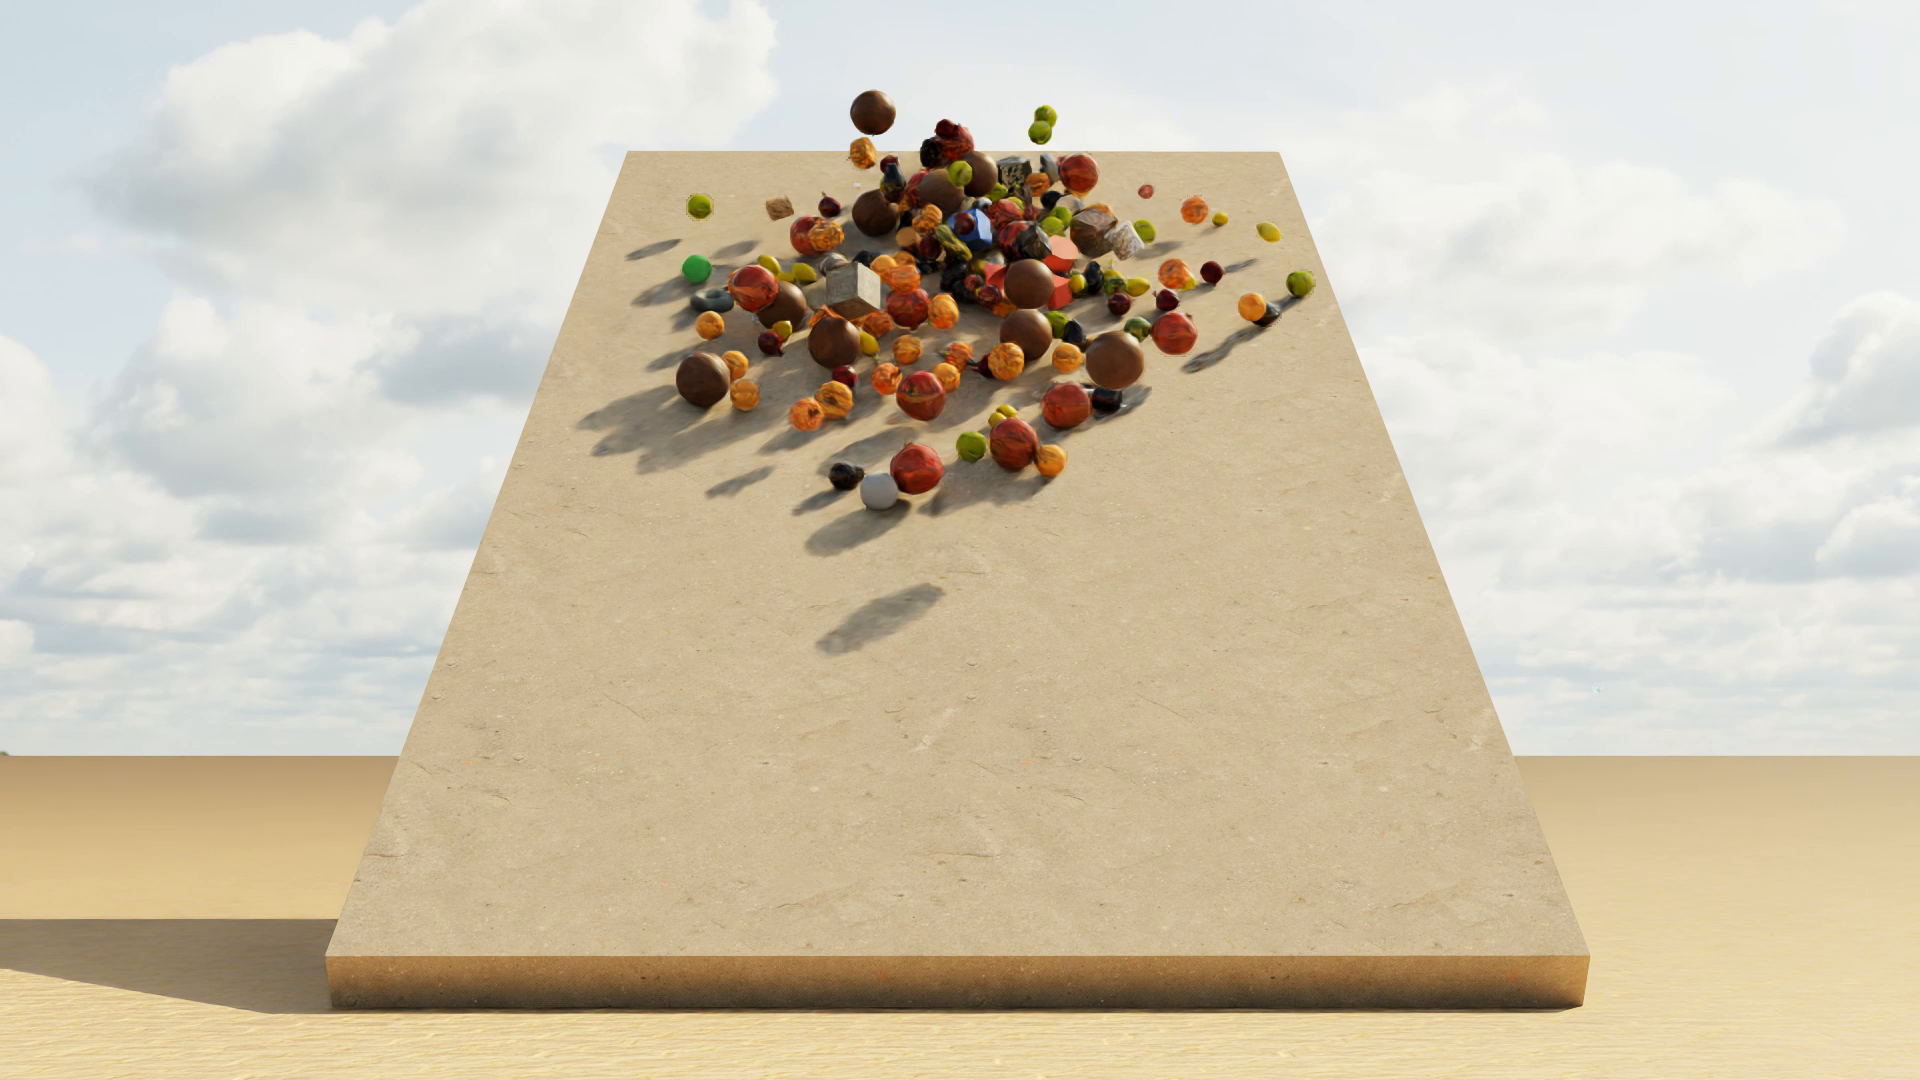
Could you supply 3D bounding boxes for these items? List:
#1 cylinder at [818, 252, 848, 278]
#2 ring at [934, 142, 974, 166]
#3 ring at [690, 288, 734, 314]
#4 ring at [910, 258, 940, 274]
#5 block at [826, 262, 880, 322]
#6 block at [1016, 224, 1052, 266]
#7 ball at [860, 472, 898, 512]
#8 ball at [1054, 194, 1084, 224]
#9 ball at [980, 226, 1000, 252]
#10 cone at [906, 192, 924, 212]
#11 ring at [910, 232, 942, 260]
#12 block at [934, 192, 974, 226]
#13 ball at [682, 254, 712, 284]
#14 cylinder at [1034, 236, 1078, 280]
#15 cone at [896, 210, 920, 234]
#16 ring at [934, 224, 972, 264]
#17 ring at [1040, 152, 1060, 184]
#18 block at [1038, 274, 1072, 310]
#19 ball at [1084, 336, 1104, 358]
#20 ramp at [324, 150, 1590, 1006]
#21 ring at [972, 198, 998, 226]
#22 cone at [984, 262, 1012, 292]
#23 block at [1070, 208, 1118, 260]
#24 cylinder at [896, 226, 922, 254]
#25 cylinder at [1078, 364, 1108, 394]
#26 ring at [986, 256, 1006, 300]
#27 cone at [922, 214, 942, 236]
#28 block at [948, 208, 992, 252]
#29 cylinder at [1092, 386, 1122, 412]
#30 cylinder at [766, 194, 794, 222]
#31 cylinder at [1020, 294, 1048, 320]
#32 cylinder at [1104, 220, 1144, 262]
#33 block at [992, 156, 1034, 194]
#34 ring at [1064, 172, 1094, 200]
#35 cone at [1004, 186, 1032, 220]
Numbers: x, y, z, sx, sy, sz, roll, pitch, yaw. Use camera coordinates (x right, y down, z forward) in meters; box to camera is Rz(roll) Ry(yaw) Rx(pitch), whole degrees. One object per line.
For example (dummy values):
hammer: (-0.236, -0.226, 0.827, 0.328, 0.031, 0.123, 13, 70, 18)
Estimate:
cylinder: (-0.322, -0.704, 6.193, 0.070, 0.070, 0.070, 3, 29, -34)
ring: (-0.020, -1.165, 7.178, 0.126, 0.042, 0.126, 14, 29, -8)
ring: (-0.641, -0.618, 6.157, 0.115, 0.038, 0.115, 2, 27, -1)
ring: (-0.093, -0.737, 6.399, 0.083, 0.028, 0.083, 0, 24, 0)
block: (-0.258, -0.599, 5.732, 0.094, 0.094, 0.094, -15, -25, 30)
block: (0.189, -0.753, 6.067, 0.063, 0.063, 0.063, -33, -50, 21)
ball: (-0.175, -0.105, 5.125, 0.085, 0.085, 0.085, 0, -5, 0)
ball: (0.306, -0.925, 6.669, 0.083, 0.083, 0.083, 0, -5, 0)
ball: (0.069, -0.824, 6.492, 0.077, 0.077, 0.077, 0, -5, 0)
cone: (-0.119, -0.971, 6.846, 0.055, 0.055, 0.055, -2, 2, 19)
ring: (-0.101, -0.790, 6.427, 0.106, 0.035, 0.106, 15, -27, 8)
block: (-0.017, -0.921, 6.691, 0.084, 0.084, 0.084, 14, 30, 25)
ball: (-0.697, -0.719, 6.306, 0.077, 0.077, 0.077, 0, -5, 0)
cylinder: (0.254, -0.740, 6.302, 0.093, 0.093, 0.093, 2, -42, -24)
cone: (-0.158, -0.876, 6.662, 0.067, 0.067, 0.067, 32, -24, 16)
ring: (-0.018, -0.785, 6.314, 0.043, 0.128, 0.128, -40, -15, 11)
ring: (0.261, -1.073, 6.863, 0.031, 0.094, 0.094, -25, -3, -5)
block: (0.246, -0.645, 6.186, 0.062, 0.062, 0.062, 22, 35, 36)
ball: (0.331, -0.476, 5.877, 0.051, 0.051, 0.051, 0, -5, 0)
ramp: (-0.011, -0.224, 5.555, 2.000, 0.100, 4.000, 0, 28, 0)
ring: (0.069, -0.921, 6.698, 0.086, 0.086, 0.029, 4, -7, -35)
cone: (0.080, -0.689, 6.090, 0.077, 0.077, 0.077, 6, 36, -49)
block: (0.360, -0.826, 6.408, 0.091, 0.091, 0.091, 28, 41, 31)
cylinder: (-0.135, -0.799, 6.347, 0.055, 0.055, 0.055, -2, -14, 19)
cylinder: (0.316, -0.381, 5.651, 0.060, 0.060, 0.060, -13, -7, 9)
ring: (0.094, -0.683, 6.198, 0.039, 0.116, 0.116, -1, -5, -9)
cone: (-0.090, -0.881, 6.623, 0.058, 0.058, 0.058, 5, 9, -43)
block: (0.028, -0.832, 6.423, 0.084, 0.084, 0.084, -14, -16, 23)
cylinder: (0.346, -0.332, 5.597, 0.053, 0.053, 0.053, 13, 0, 22)
cylinder: (-0.503, -0.925, 6.638, 0.059, 0.059, 0.059, -30, 6, -21)
cylinder: (0.189, -0.595, 6.093, 0.051, 0.051, 0.051, -27, 8, -27)
cylinder: (0.437, -0.795, 6.327, 0.080, 0.080, 0.080, -32, 12, 8)
block: (0.152, -1.063, 6.939, 0.082, 0.082, 0.082, -25, 31, -30)
ring: (0.339, -1.006, 6.788, 0.034, 0.101, 0.101, 45, 17, 24)
cone: (0.184, -0.944, 6.767, 0.092, 0.092, 0.092, -26, -18, -9)
